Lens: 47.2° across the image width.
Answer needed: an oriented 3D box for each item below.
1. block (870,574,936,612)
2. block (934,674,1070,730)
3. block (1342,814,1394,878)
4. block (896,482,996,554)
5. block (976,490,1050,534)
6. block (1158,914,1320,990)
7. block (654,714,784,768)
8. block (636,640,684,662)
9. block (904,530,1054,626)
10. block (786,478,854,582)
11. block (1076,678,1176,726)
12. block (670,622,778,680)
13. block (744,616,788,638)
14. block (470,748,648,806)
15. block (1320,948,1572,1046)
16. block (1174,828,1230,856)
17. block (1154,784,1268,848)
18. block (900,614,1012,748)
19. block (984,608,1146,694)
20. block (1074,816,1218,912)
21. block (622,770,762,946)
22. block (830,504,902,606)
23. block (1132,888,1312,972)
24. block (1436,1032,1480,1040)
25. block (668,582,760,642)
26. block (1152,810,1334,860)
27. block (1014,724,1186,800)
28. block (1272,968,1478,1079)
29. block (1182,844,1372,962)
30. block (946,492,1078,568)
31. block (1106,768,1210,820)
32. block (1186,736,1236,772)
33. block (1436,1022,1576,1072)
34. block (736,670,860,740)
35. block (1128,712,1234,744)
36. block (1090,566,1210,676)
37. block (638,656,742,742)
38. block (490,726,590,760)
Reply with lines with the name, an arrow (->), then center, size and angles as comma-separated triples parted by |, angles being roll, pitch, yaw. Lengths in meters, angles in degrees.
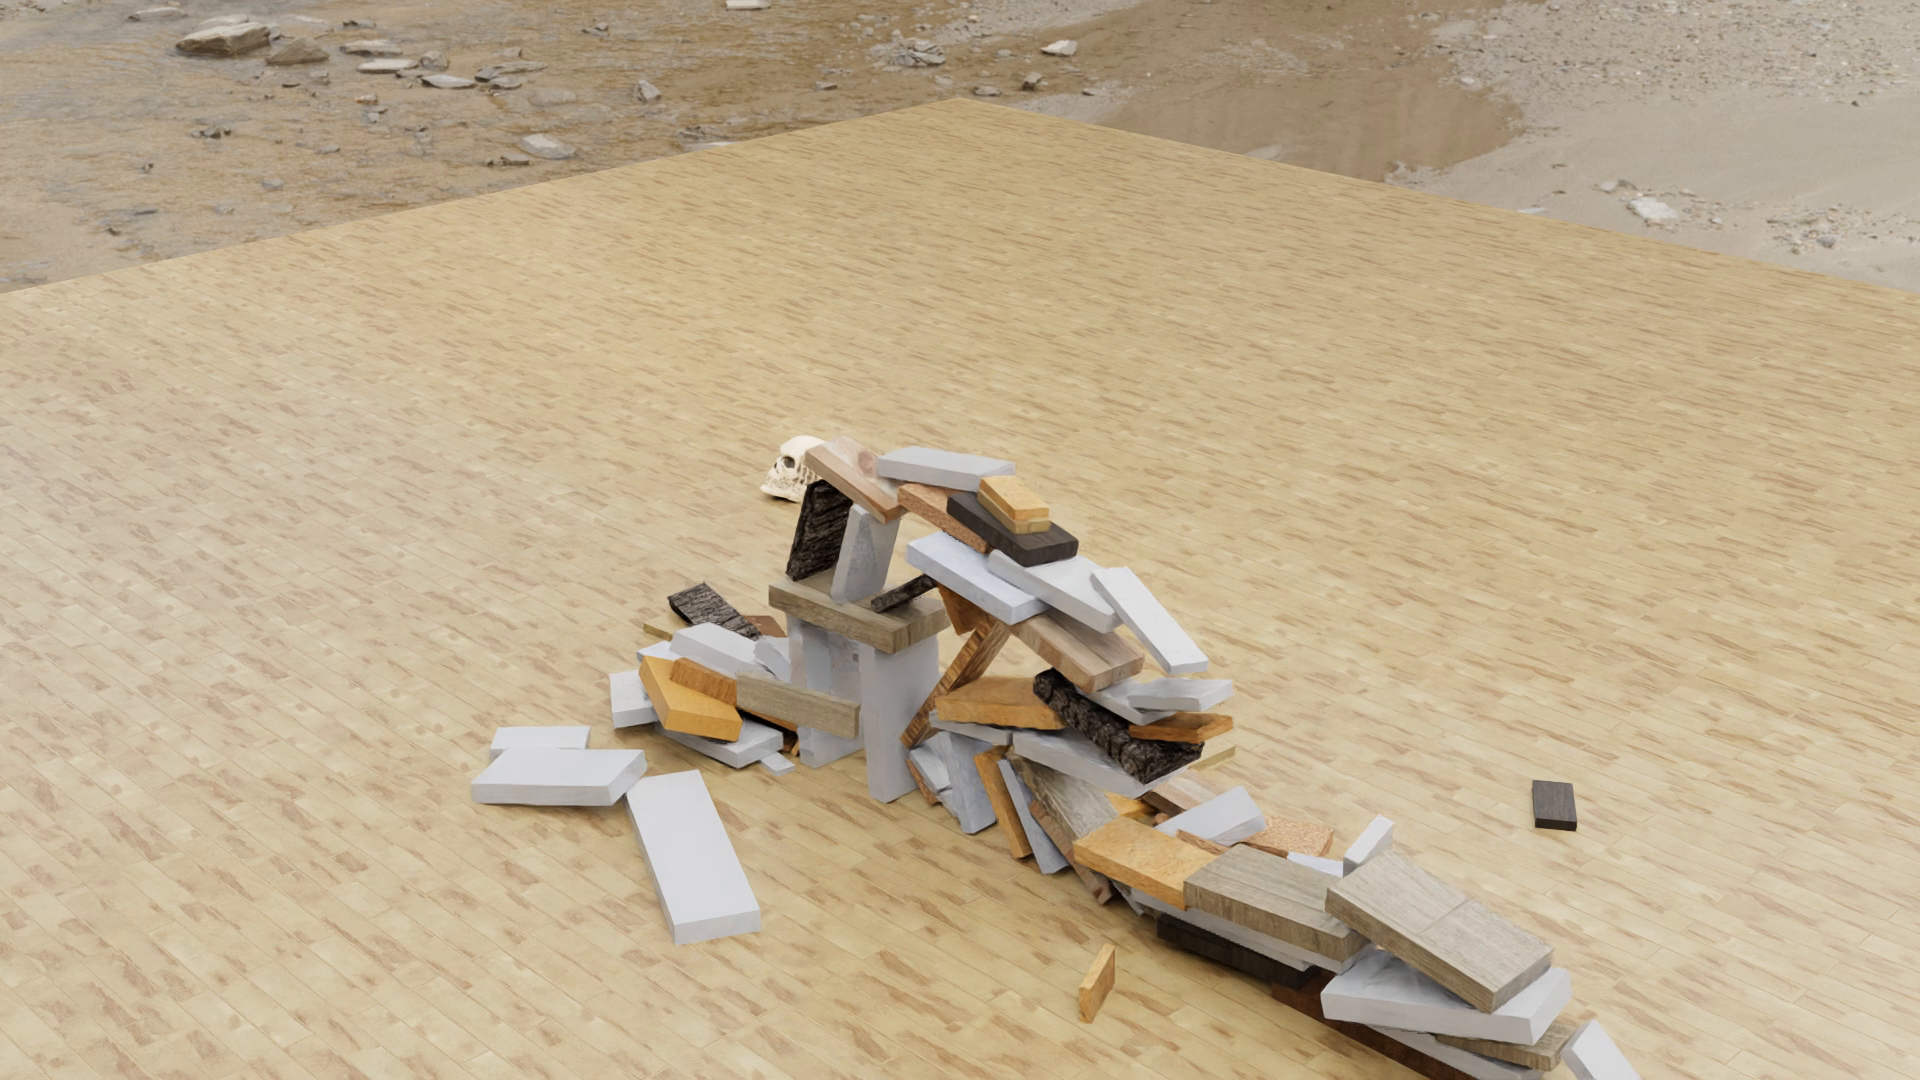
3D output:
block -> -0.084, 0.093, 4.352 | 0.096, 0.027, 0.192 | -21, -4, -40
block -> 0.116, 0.311, 4.239 | 0.149, 0.042, 0.322 | -21, 15, -41
block -> 0.714, 0.594, 3.867 | 0.032, 0.223, 0.112 | 28, 54, 30
block -> 0.008, -0.052, 4.240 | 0.123, 0.035, 0.247 | -17, 36, -42
block -> 0.100, -0.057, 4.133 | 0.075, 0.021, 0.150 | -6, 29, -28
block -> 0.515, 0.706, 3.937 | 0.290, 0.041, 0.145 | 15, 29, 36
block -> -0.520, 0.412, 4.723 | 0.279, 0.036, 0.127 | 17, 28, 41
block -> -0.661, 0.280, 5.070 | 0.084, 0.024, 0.167 | -21, 31, -40
block -> 0.044, 0.062, 4.120 | 0.277, 0.039, 0.139 | 31, 36, 35
block -> -0.283, -0.029, 4.512 | 0.116, 0.231, 0.033 | -22, 51, -41
block -> 0.302, 0.285, 4.007 | 0.088, 0.025, 0.176 | -16, 28, -36
block -> -0.455, 0.268, 4.791 | 0.320, 0.045, 0.160 | 22, 13, 18
block -> -0.472, 0.233, 5.116 | 0.127, 0.036, 0.255 | 1, 17, -18
block -> -0.820, 0.483, 4.499 | 0.319, 0.045, 0.160 | -2, 21, 20
block -> 0.792, 0.742, 3.592 | 0.365, 0.047, 0.166 | -1, 17, 38
block -> 0.509, 0.603, 4.138 | 0.223, 0.032, 0.112 | 26, -3, -43
block -> 0.462, 0.567, 4.259 | 0.242, 0.034, 0.121 | -25, 24, -2
block -> 0.012, 0.258, 4.339 | 0.096, 0.469, 0.027 | -21, 65, -41
block -> 0.181, 0.163, 4.080 | 0.139, 0.039, 0.322 | -18, 42, -38
block -> 0.353, 0.589, 4.027 | 0.135, 0.038, 0.269 | -23, 29, -39
block -> -0.529, 0.607, 4.273 | 0.160, 0.045, 0.558 | -7, 24, -17
block -> -0.186, 0.017, 4.402 | 0.116, 0.231, 0.033 | -20, 48, -39
block -> 0.496, 0.661, 3.940 | 0.375, 0.038, 0.135 | 17, 30, 40
block -> 0.787, 0.774, 3.628 | 0.198, 0.028, 0.099 | 1, 19, 41
block -> -0.578, 0.185, 5.157 | 0.099, 0.028, 0.430 | -22, 22, -17
block -> 0.559, 0.578, 4.353 | 0.337, 0.034, 0.121 | 10, 25, 22
block -> 0.259, 0.395, 4.104 | 0.149, 0.042, 0.299 | -21, 27, -40
block -> 0.759, 0.828, 3.757 | 0.453, 0.041, 0.145 | 21, 31, 41
block -> 0.568, 0.623, 3.798 | 0.331, 0.047, 0.166 | 14, 28, 41
block -> 0.097, -0.027, 4.136 | 0.123, 0.035, 0.247 | -12, 32, -35
block -> 0.391, 0.526, 4.492 | 0.269, 0.023, 0.080 | -13, 26, -29
block -> 0.499, 0.456, 4.658 | 0.159, 0.023, 0.080 | -18, 29, -36
block -> 0.889, 0.805, 3.578 | 0.198, 0.028, 0.099 | 7, 23, 39
block -> -0.327, 0.331, 4.417 | 0.277, 0.072, 0.020 | 14, 23, 25
block -> 0.393, 0.333, 3.921 | 0.088, 0.025, 0.176 | -17, 9, -37
block -> 0.334, 0.141, 3.909 | 0.075, 0.021, 0.316 | -7, 33, -23
block -> -0.583, 0.339, 4.730 | 0.160, 0.045, 0.320 | 13, 13, -22
block -> -0.896, 0.435, 4.701 | 0.198, 0.028, 0.099 | -1, 23, -1
